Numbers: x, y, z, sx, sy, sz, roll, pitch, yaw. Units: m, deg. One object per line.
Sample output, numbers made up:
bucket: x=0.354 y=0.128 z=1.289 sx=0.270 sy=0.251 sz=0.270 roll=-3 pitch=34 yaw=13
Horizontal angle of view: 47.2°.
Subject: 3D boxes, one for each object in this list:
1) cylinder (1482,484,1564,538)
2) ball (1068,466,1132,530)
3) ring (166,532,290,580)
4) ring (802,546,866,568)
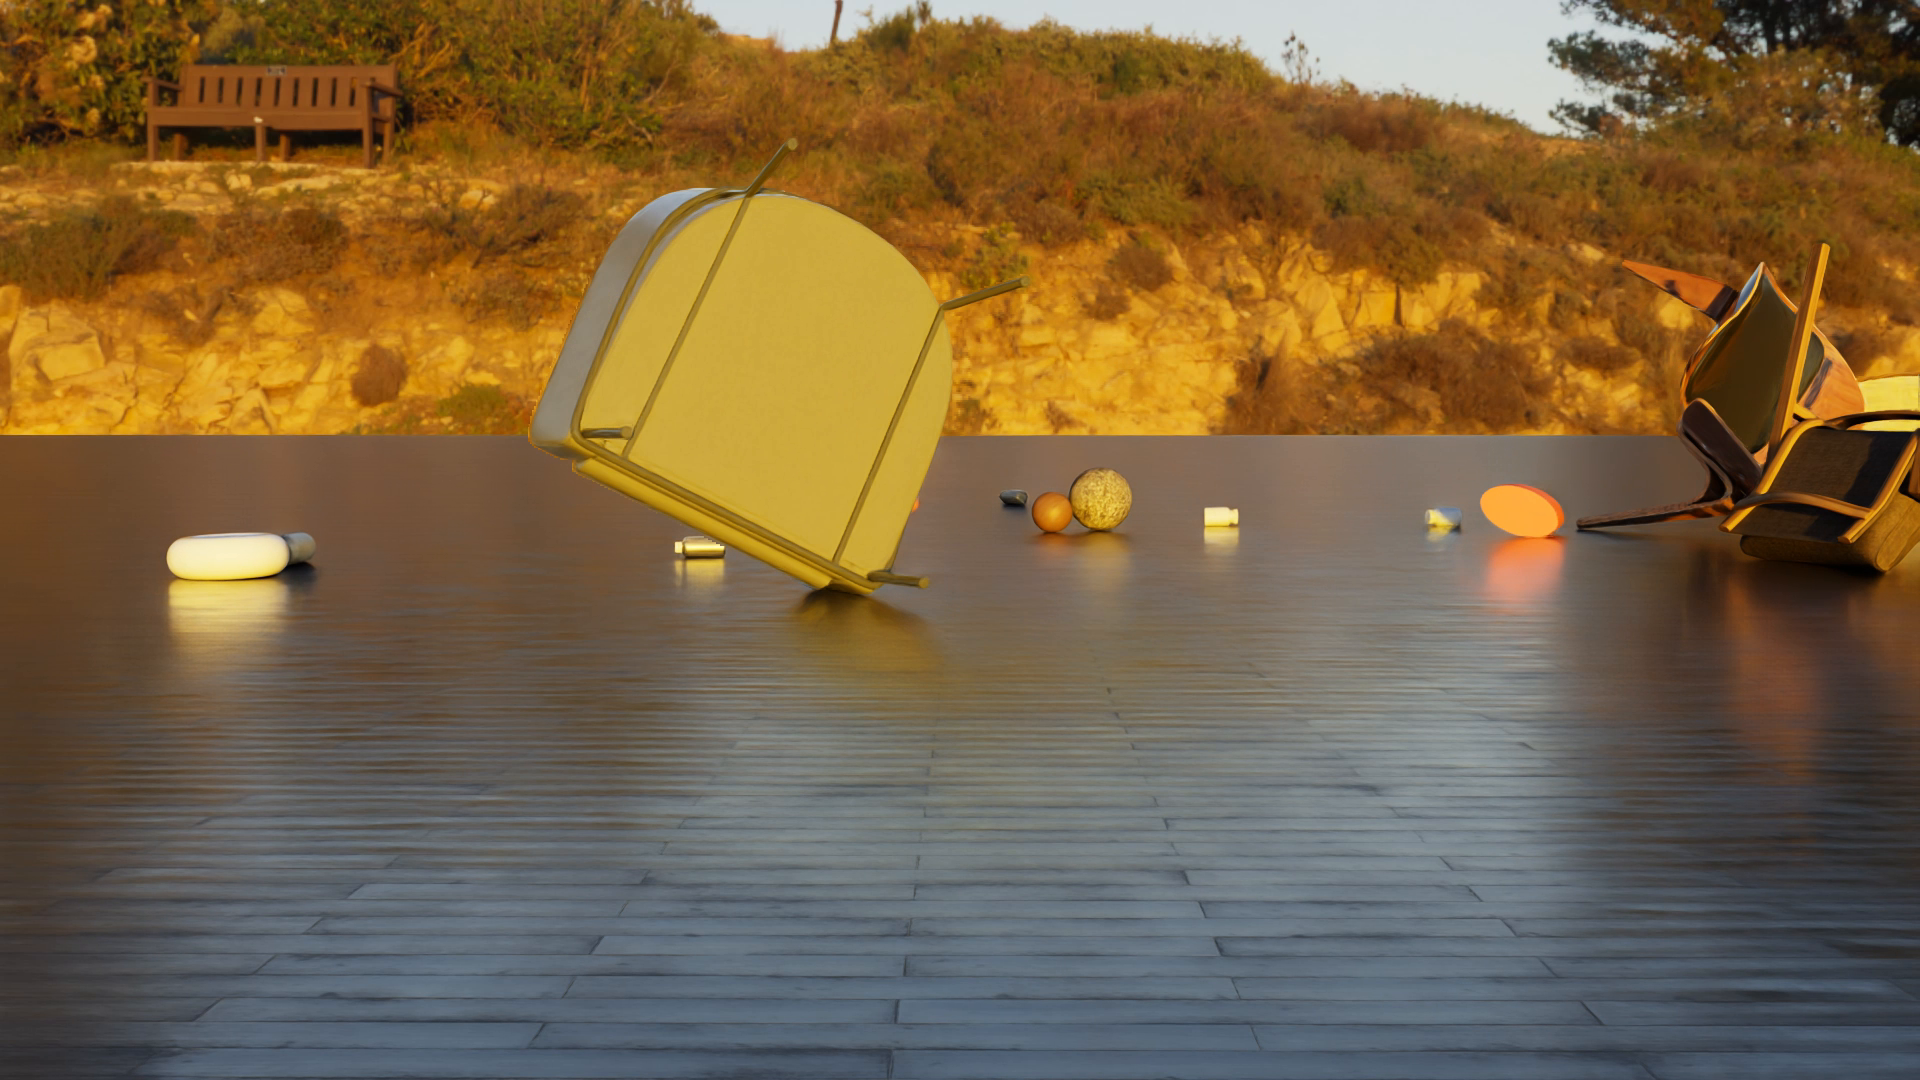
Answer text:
cylinder: x=1.726 y=-0.091 z=6.743 sx=0.239 sy=0.140 sz=0.175 roll=23 pitch=12 yaw=19
ball: x=0.445 y=-0.130 z=6.966 sx=0.203 sy=0.203 sz=0.203 roll=0 pitch=4 yaw=0
ring: x=-1.752 y=0.038 z=5.269 sx=0.281 sy=0.100 sz=0.286 roll=-5 pitch=5 yaw=-42
ring: x=-0.318 y=0.044 z=5.551 sx=0.165 sy=0.051 sz=0.157 roll=3 pitch=4 yaw=33
